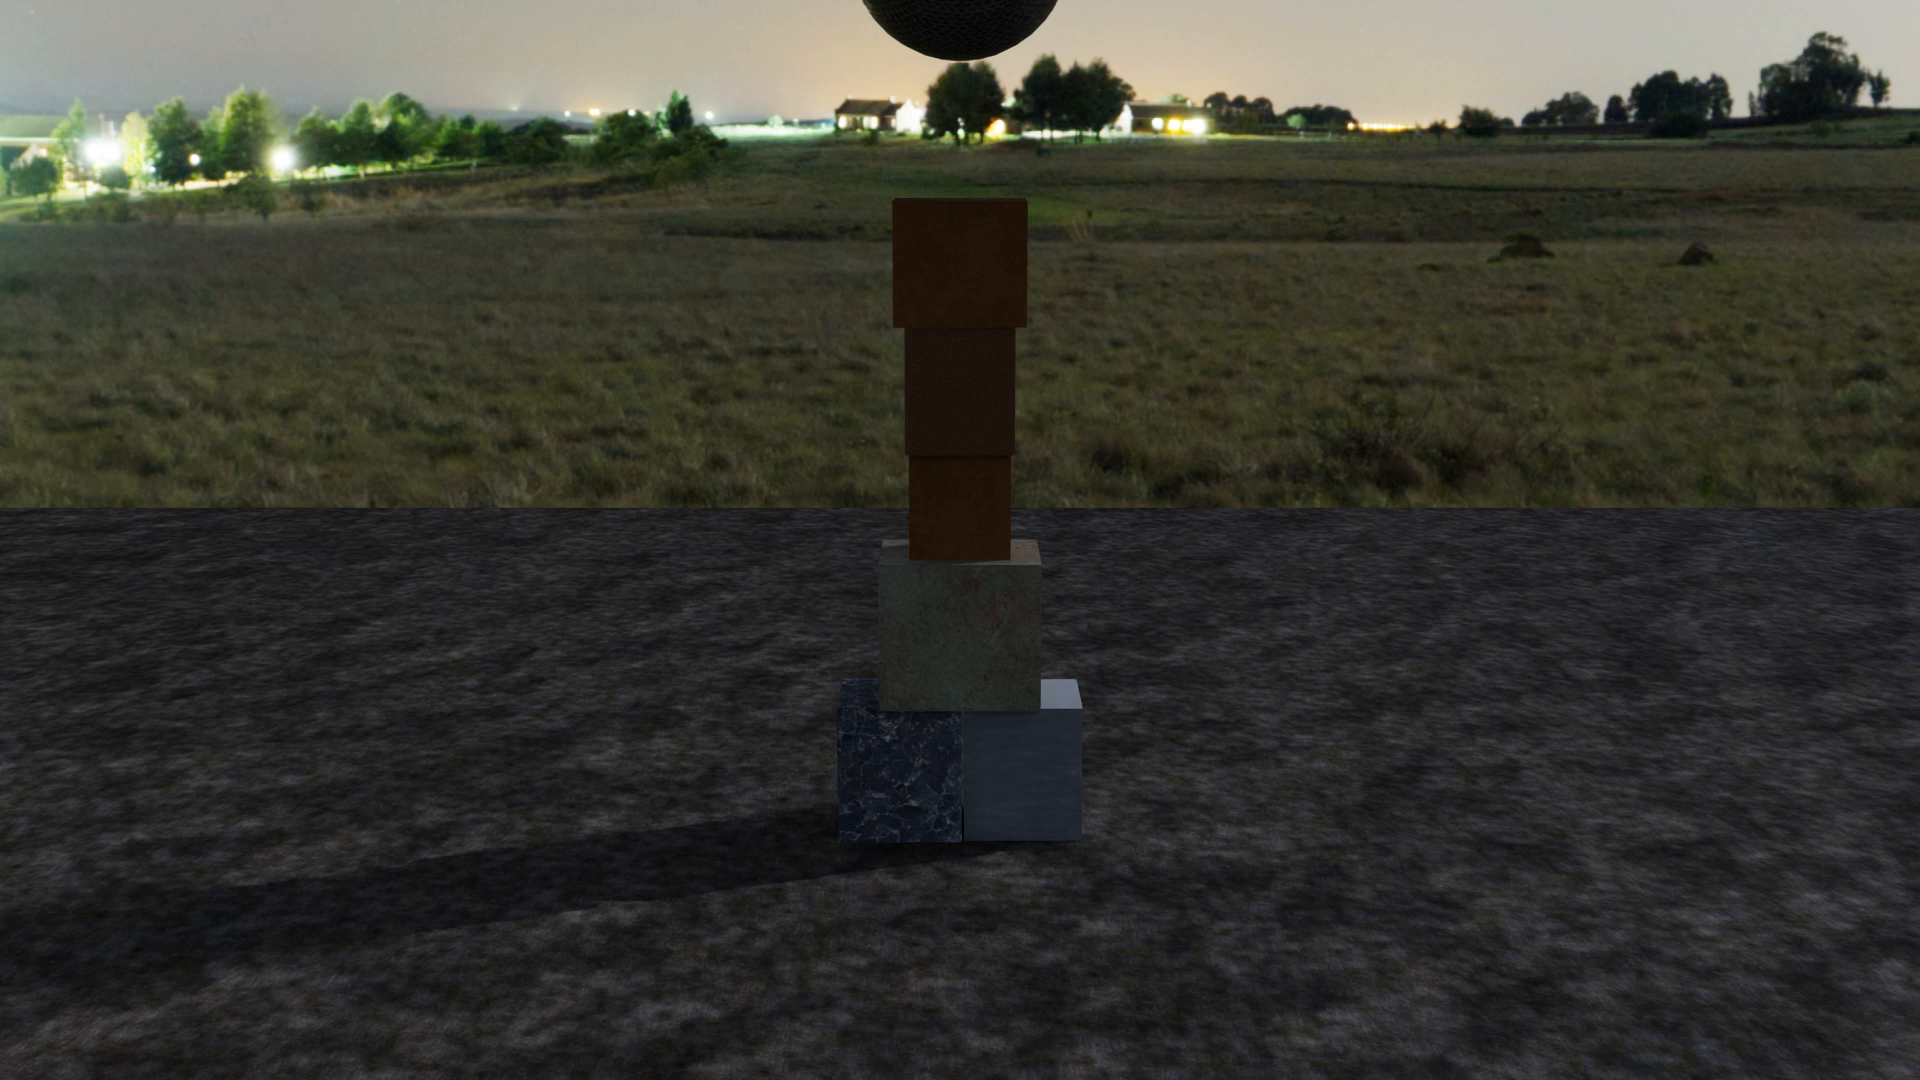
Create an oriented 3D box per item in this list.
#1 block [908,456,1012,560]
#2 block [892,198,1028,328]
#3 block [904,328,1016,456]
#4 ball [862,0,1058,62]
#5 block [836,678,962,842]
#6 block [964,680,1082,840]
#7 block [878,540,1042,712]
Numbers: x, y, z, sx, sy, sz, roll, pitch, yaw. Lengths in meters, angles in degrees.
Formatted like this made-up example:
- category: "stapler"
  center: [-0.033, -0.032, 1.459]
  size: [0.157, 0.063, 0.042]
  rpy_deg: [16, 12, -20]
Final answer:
- category: "block"
  center: [0.000, -0.202, 11.132]
  size: [0.505, 0.532, 0.431]
  rpy_deg: [0, 10, 0]
- category: "block"
  center: [0.000, -1.381, 10.911]
  size: [0.652, 0.609, 0.539]
  rpy_deg: [0, 10, 0]
- category: "block"
  center: [0.000, -0.777, 11.047]
  size: [0.541, 0.629, 0.568]
  rpy_deg: [0, 10, 0]
- category: "ball"
  center: [0.000, -4.225, 15.652]
  size: [1.600, 1.600, 1.600]
  rpy_deg: [0, 10, 0]
- category: "block"
  center: [-0.304, 1.132, 11.387]
  size: [0.625, 0.698, 0.631]
  rpy_deg: [0, 10, 0]
- category: "block"
  center: [0.318, 1.132, 11.405]
  size: [0.598, 0.692, 0.606]
  rpy_deg: [0, 10, 0]
- category: "block"
  center: [0.000, 0.426, 11.244]
  size: [0.805, 0.743, 0.704]
  rpy_deg: [0, 10, 0]
